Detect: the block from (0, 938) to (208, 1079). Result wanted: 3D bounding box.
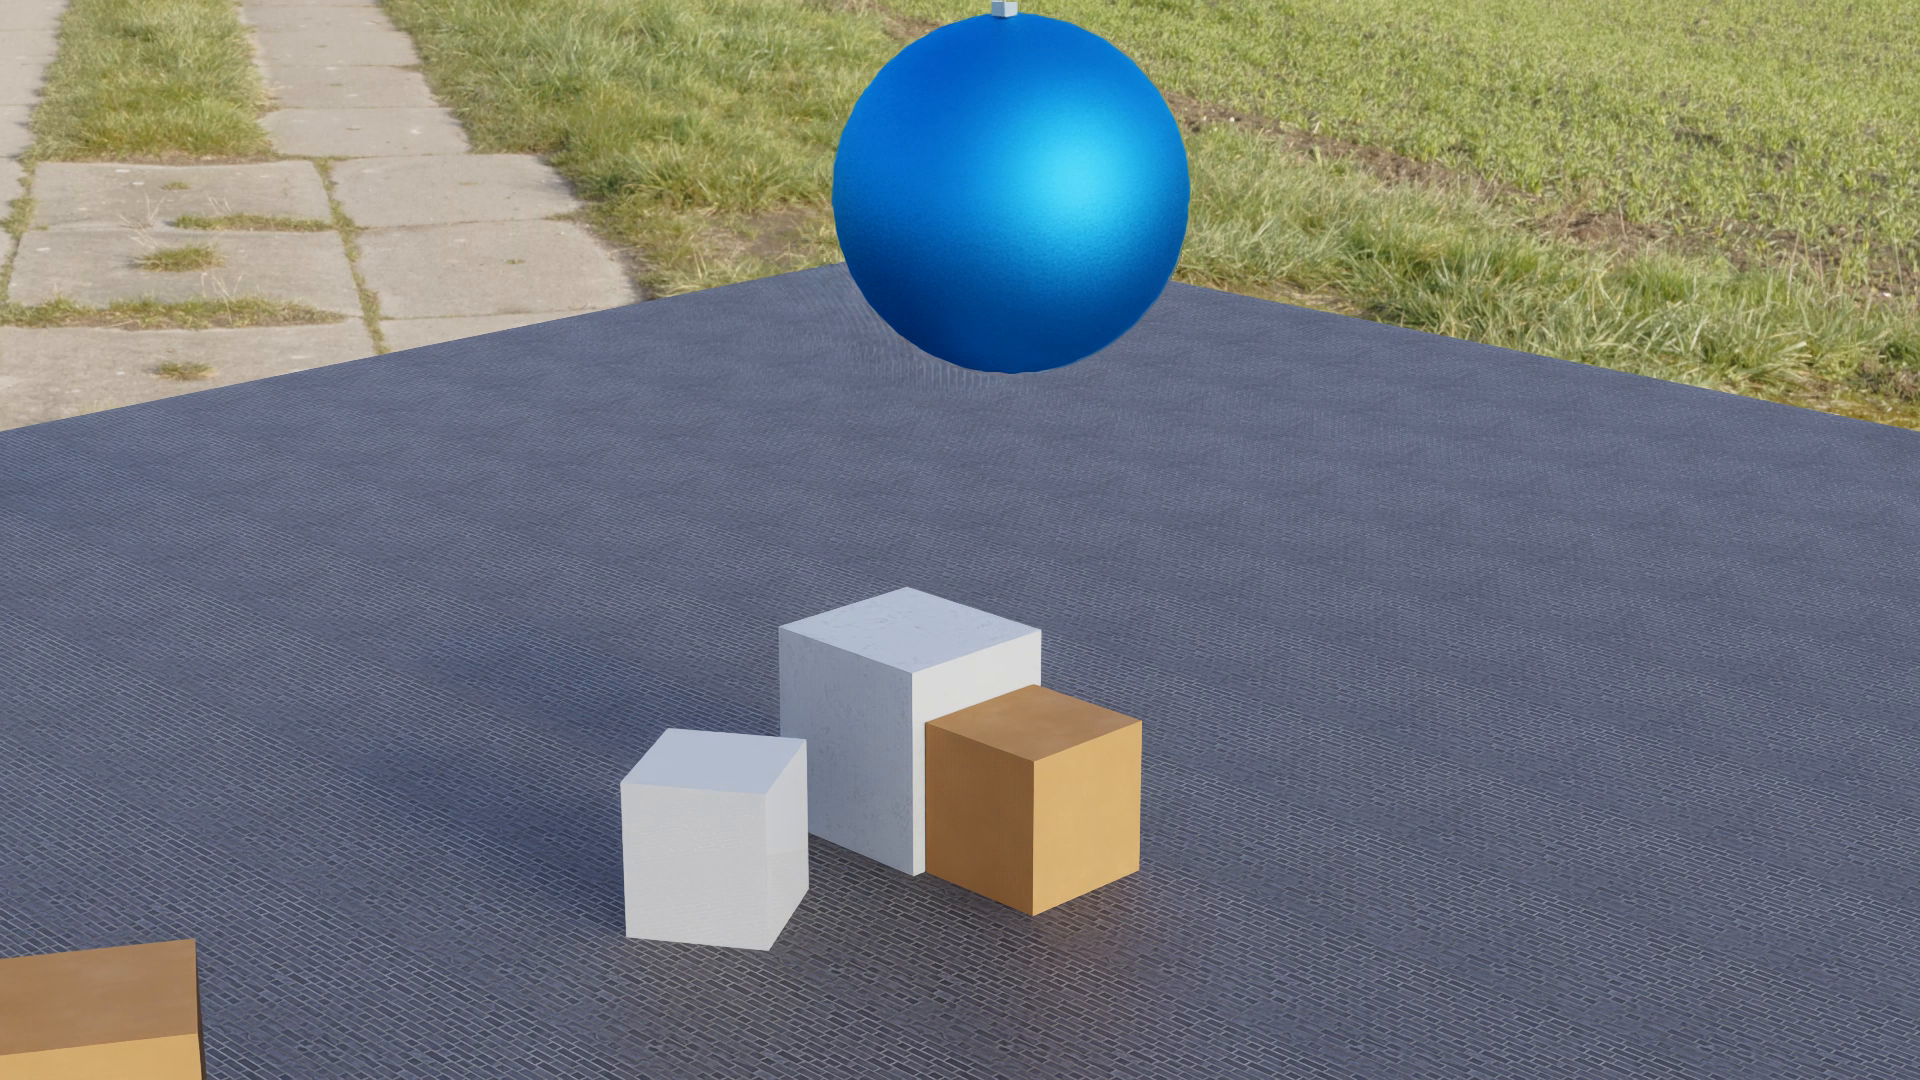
[{"bbox_3d":[-3.121,2.022,10.489,0.821,0.852,0.786,-4,18,-14],"label":"block"}]

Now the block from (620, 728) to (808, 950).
[{"bbox_3d":[-1.073,1.313,12.955,0.646,0.727,0.665,4,18,12],"label":"block"}]

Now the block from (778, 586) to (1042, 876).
[{"bbox_3d":[-0.236,0.885,13.880,0.838,0.989,0.904,-17,24,-42],"label":"block"}]

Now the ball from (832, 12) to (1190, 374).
[{"bbox_3d":[0.227,-1.544,13.095,1.600,1.600,1.600,0,17,0],"label":"ball"}]

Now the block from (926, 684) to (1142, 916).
[{"bbox_3d":[0.335,1.173,13.384,0.709,0.737,0.677,-17,24,-42],"label":"block"}]

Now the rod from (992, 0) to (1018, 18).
[{"bbox_3d":[0.098,-4.744,11.954,0.080,5.200,0.080,17,27,42],"label":"rod"}]
